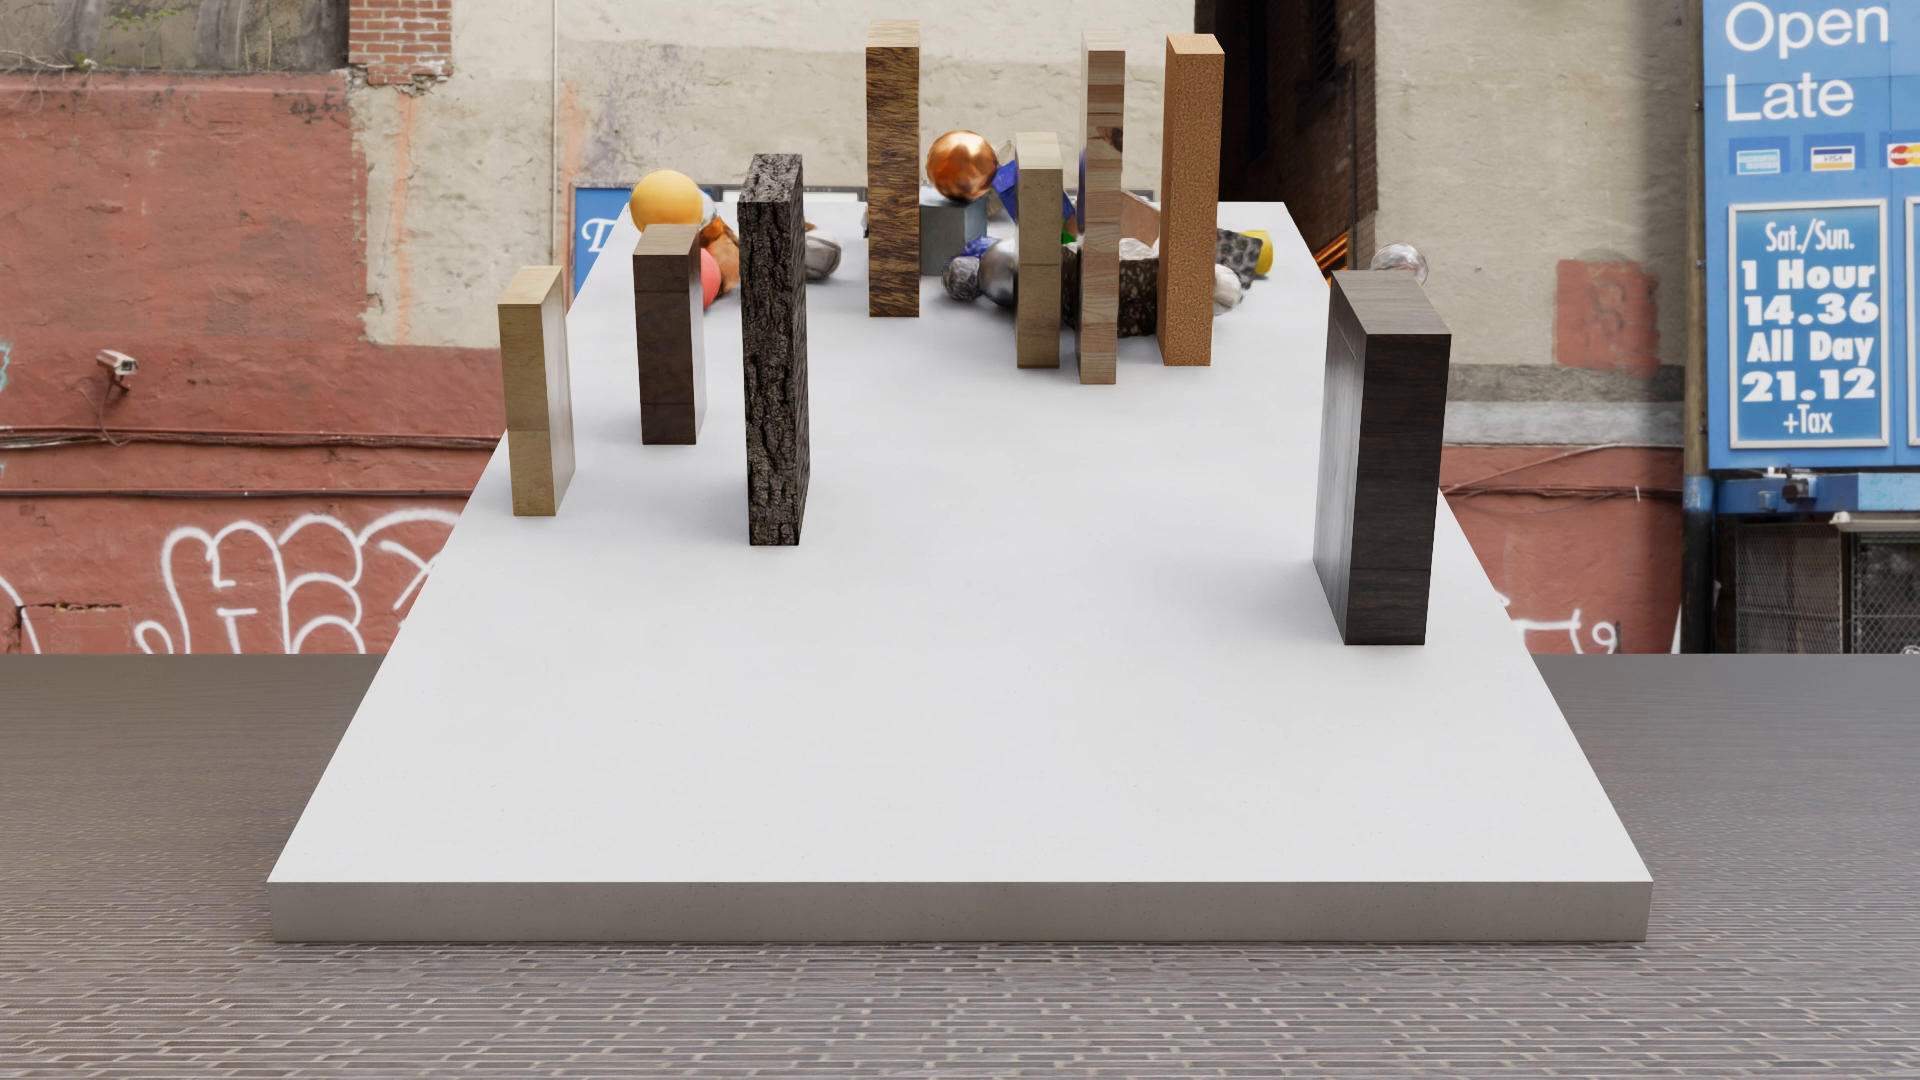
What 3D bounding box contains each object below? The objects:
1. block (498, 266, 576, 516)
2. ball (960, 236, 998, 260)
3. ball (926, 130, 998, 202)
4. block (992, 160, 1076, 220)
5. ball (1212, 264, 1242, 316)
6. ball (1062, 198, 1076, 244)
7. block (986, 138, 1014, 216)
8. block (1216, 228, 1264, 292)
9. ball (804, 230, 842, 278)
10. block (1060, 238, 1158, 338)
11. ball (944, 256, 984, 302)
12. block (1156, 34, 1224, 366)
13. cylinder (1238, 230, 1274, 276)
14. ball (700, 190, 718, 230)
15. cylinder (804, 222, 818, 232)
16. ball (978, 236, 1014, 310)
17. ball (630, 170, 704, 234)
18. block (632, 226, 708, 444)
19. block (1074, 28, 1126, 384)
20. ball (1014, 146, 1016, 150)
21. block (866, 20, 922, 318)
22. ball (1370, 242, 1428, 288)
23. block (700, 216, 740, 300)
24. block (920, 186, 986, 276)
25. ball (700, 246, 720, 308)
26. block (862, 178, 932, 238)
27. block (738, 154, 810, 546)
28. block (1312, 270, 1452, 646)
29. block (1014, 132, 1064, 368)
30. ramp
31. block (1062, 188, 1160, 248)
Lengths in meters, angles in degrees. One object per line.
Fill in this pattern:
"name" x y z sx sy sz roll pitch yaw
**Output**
"block" -0.855 -0.304 4.669 0.084 0.443 0.273 0 22 0
"ball" 0.067 -0.739 6.126 0.140 0.140 0.140 0 -3 0
"ball" 0.004 -1.007 6.195 0.192 0.192 0.192 0 -3 0
"block" 0.198 -0.952 6.317 0.159 0.159 0.159 -29 29 7
"ball" 0.642 -0.628 5.789 0.130 0.130 0.130 0 -3 0
"ball" 0.294 -0.879 6.442 0.159 0.159 0.159 0 -3 0
"block" 0.089 -1.060 6.789 0.160 0.160 0.160 -18 21 25
"block" 0.708 -0.735 6.035 0.130 0.130 0.130 15 3 -1
"ball" -0.385 -0.771 6.213 0.132 0.132 0.132 0 -3 0
"block" 0.382 -0.632 5.792 0.198 0.198 0.198 -7 24 -17
"ball" 0.016 -0.684 6.020 0.119 0.119 0.119 0 -3 0
"block" 0.547 -0.812 5.508 0.111 0.747 0.254 0 22 0
"cylinder" 0.770 -0.777 6.247 0.120 0.120 0.120 -6 -1 -14
"ball" -0.767 -0.926 6.562 0.151 0.151 0.151 0 -3 0
"cylinder" -0.478 -0.813 6.303 0.140 0.140 0.140 19 10 39
"ball" 0.139 -0.689 5.929 0.187 0.187 0.187 0 -3 0
"ball" -0.776 -0.881 6.093 0.194 0.194 0.194 0 -3 0
"block" -0.634 -0.451 5.048 0.118 0.426 0.244 0 22 0
"block" 0.325 -0.779 5.385 0.083 0.780 0.282 0 22 0
"ball" 0.140 -1.122 6.907 0.123 0.123 0.123 0 -3 0
"block" -0.168 -0.964 5.952 0.128 0.689 0.393 0 22 0
"ball" 1.175 -0.718 6.167 0.155 0.155 0.155 0 -3 0
"block" -0.636 -0.742 6.055 0.130 0.130 0.130 -36 31 7
"block" -0.050 -0.843 6.305 0.195 0.195 0.195 7 23 17
"ball" -0.706 -0.669 5.895 0.185 0.185 0.185 0 -3 0
"block" -0.169 -0.931 6.490 0.169 0.169 0.169 15 21 -11
"block" -0.362 -0.380 4.541 0.096 0.683 0.399 0 22 0
"block" 0.750 -0.153 4.137 0.142 0.574 0.389 0 22 0
"block" 0.187 -0.711 5.605 0.101 0.485 0.395 0 22 0
"ramp" -0.007 -0.223 5.188 2.000 0.100 4.000 0 22 0
"block" 0.422 -0.866 6.285 0.176 0.176 0.176 23 14 -32
